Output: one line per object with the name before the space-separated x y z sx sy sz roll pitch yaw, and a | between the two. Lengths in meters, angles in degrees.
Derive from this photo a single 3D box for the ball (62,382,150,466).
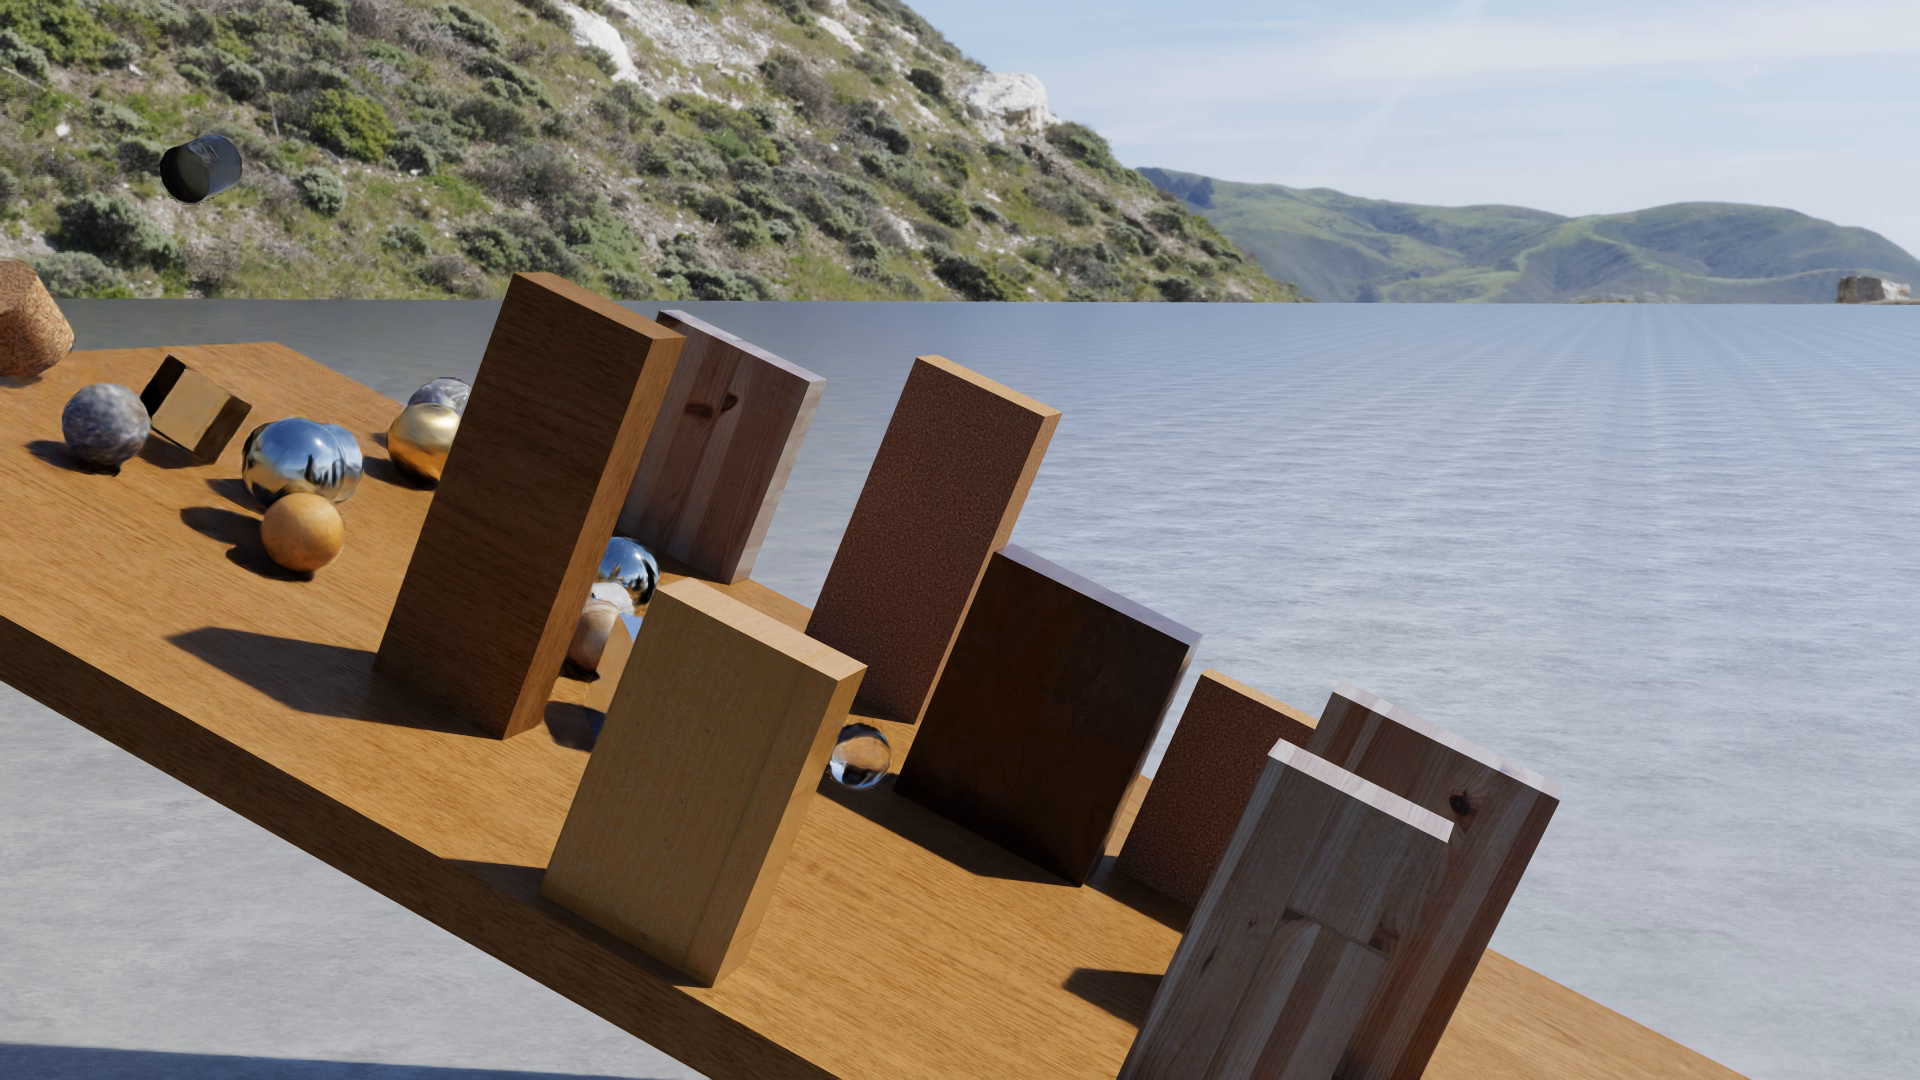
ball | -1.647 -0.223 4.240 0.160 0.160 0.160 0 7 0

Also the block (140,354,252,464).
block | -1.560 -0.264 4.462 0.143 0.143 0.143 32 -6 9

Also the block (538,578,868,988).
block | -0.384 0.357 3.262 0.306 0.511 0.124 26 13 13

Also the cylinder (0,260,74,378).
cylinder | -1.797 -0.420 4.179 0.157 0.157 0.157 -6 49 7

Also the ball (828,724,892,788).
ball | -0.194 0.414 4.212 0.125 0.125 0.125 0 7 0

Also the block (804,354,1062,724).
block | -0.073 -0.002 4.740 0.305 0.726 0.147 26 13 13

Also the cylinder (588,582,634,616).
cylinder | -0.734 0.144 4.406 0.114 0.114 0.114 3 4 25

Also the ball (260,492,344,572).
ball | -1.233 -0.015 4.123 0.151 0.151 0.151 0 7 0

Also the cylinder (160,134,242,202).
cylinder | -1.571 -0.770 4.555 0.117 0.117 0.117 2 23 17

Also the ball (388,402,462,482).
ball | -1.195 -0.220 4.943 0.179 0.179 0.179 0 7 0

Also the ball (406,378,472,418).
ball | -1.210 -0.287 5.175 0.185 0.185 0.185 0 7 0

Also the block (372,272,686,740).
block | -0.745 -0.058 3.782 0.275 0.750 0.133 26 13 13

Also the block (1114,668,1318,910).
block | 0.581 0.540 4.321 0.415 0.435 0.080 26 13 13

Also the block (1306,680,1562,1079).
block | 0.721 0.617 3.843 0.415 0.616 0.115 26 13 13

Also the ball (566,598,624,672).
ball | -0.703 0.184 4.240 0.141 0.141 0.141 0 7 0

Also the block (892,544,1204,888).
block | 0.167 0.335 4.249 0.413 0.522 0.131 26 13 13

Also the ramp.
ramp | -0.290 0.506 4.185 4.000 0.100 2.000 26 13 13

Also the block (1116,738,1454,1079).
block | 0.469 0.645 3.288 0.282 0.625 0.119 26 13 13

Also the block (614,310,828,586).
block | -0.602 -0.220 5.180 0.406 0.520 0.113 26 13 13

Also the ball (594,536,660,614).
ball | -0.712 0.076 4.593 0.169 0.169 0.169 0 7 0

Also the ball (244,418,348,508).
ball | -1.278 -0.141 4.230 0.191 0.191 0.191 0 7 0

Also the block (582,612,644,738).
block | -0.546 0.279 4.008 0.194 0.194 0.194 16 14 -26
